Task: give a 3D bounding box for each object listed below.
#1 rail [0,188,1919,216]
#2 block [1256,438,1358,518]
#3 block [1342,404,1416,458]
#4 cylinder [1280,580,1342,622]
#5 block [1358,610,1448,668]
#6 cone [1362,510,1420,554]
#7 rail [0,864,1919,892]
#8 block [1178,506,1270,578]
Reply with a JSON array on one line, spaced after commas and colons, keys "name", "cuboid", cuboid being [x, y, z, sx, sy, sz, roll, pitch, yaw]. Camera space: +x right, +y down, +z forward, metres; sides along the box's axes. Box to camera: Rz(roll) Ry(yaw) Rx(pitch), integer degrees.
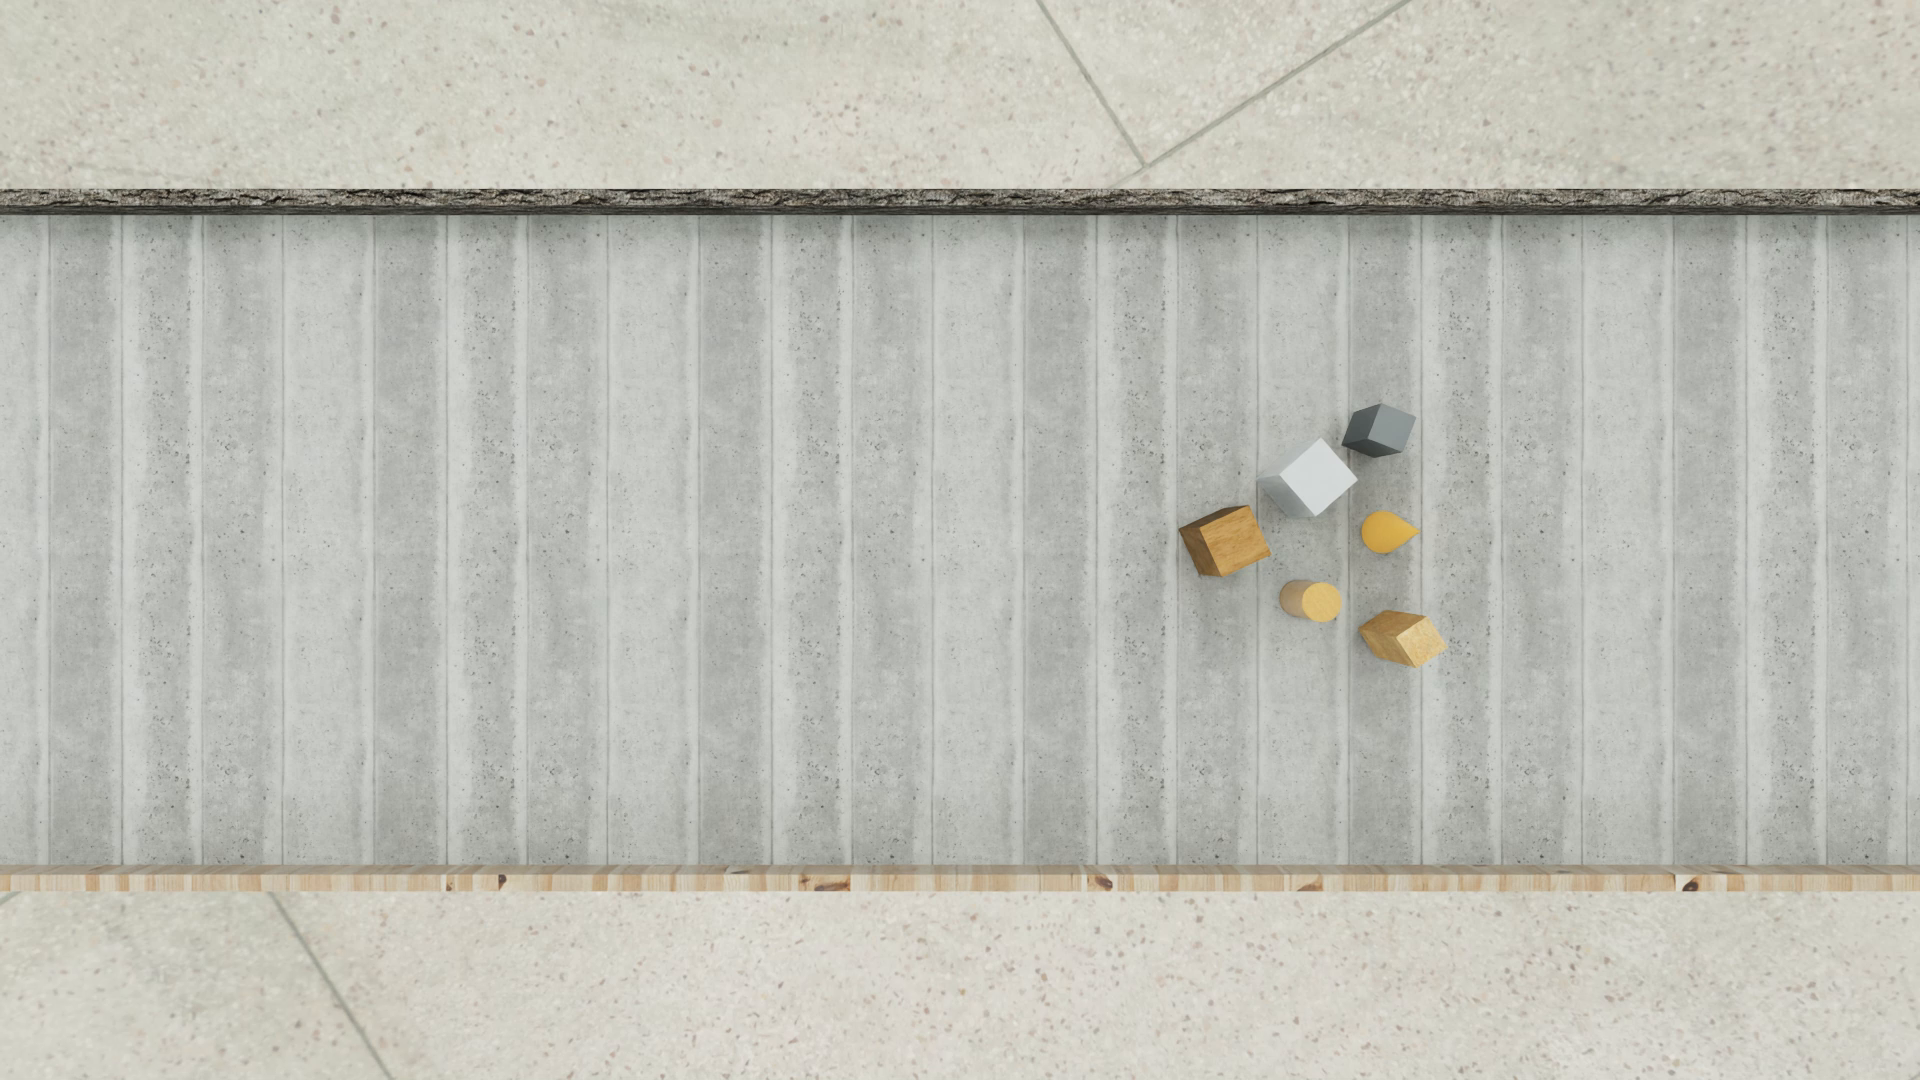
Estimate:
[{"name": "rail", "cuboid": [-2.247, -1.025, 5.002, 12.000, 0.150, 0.050, 0, 90, 0]}, {"name": "block", "cuboid": [1.021, -0.179, 4.886, 0.159, 0.380, 0.159, -41, 90, 0]}, {"name": "block", "cuboid": [1.244, -0.323, 4.912, 0.109, 0.330, 0.109, 21, 90, 0]}, {"name": "cylinder", "cuboid": [1.039, 0.179, 4.907, 0.114, 0.340, 0.114, 0, 90, 0]}, {"name": "block", "cuboid": [1.296, 0.287, 4.851, 0.105, 0.451, 0.105, -34, 90, 0]}, {"name": "cone", "cuboid": [1.302, -0.025, 4.866, 0.132, 0.420, 0.132, 0, 90, 0]}, {"name": "rail", "cuboid": [-2.247, 1.025, 5.001, 12.000, 0.150, 0.050, 0, 90, 0]}, {"name": "block", "cuboid": [0.773, 0.003, 4.852, 0.153, 0.448, 0.153, -25, 90, 0]}]
